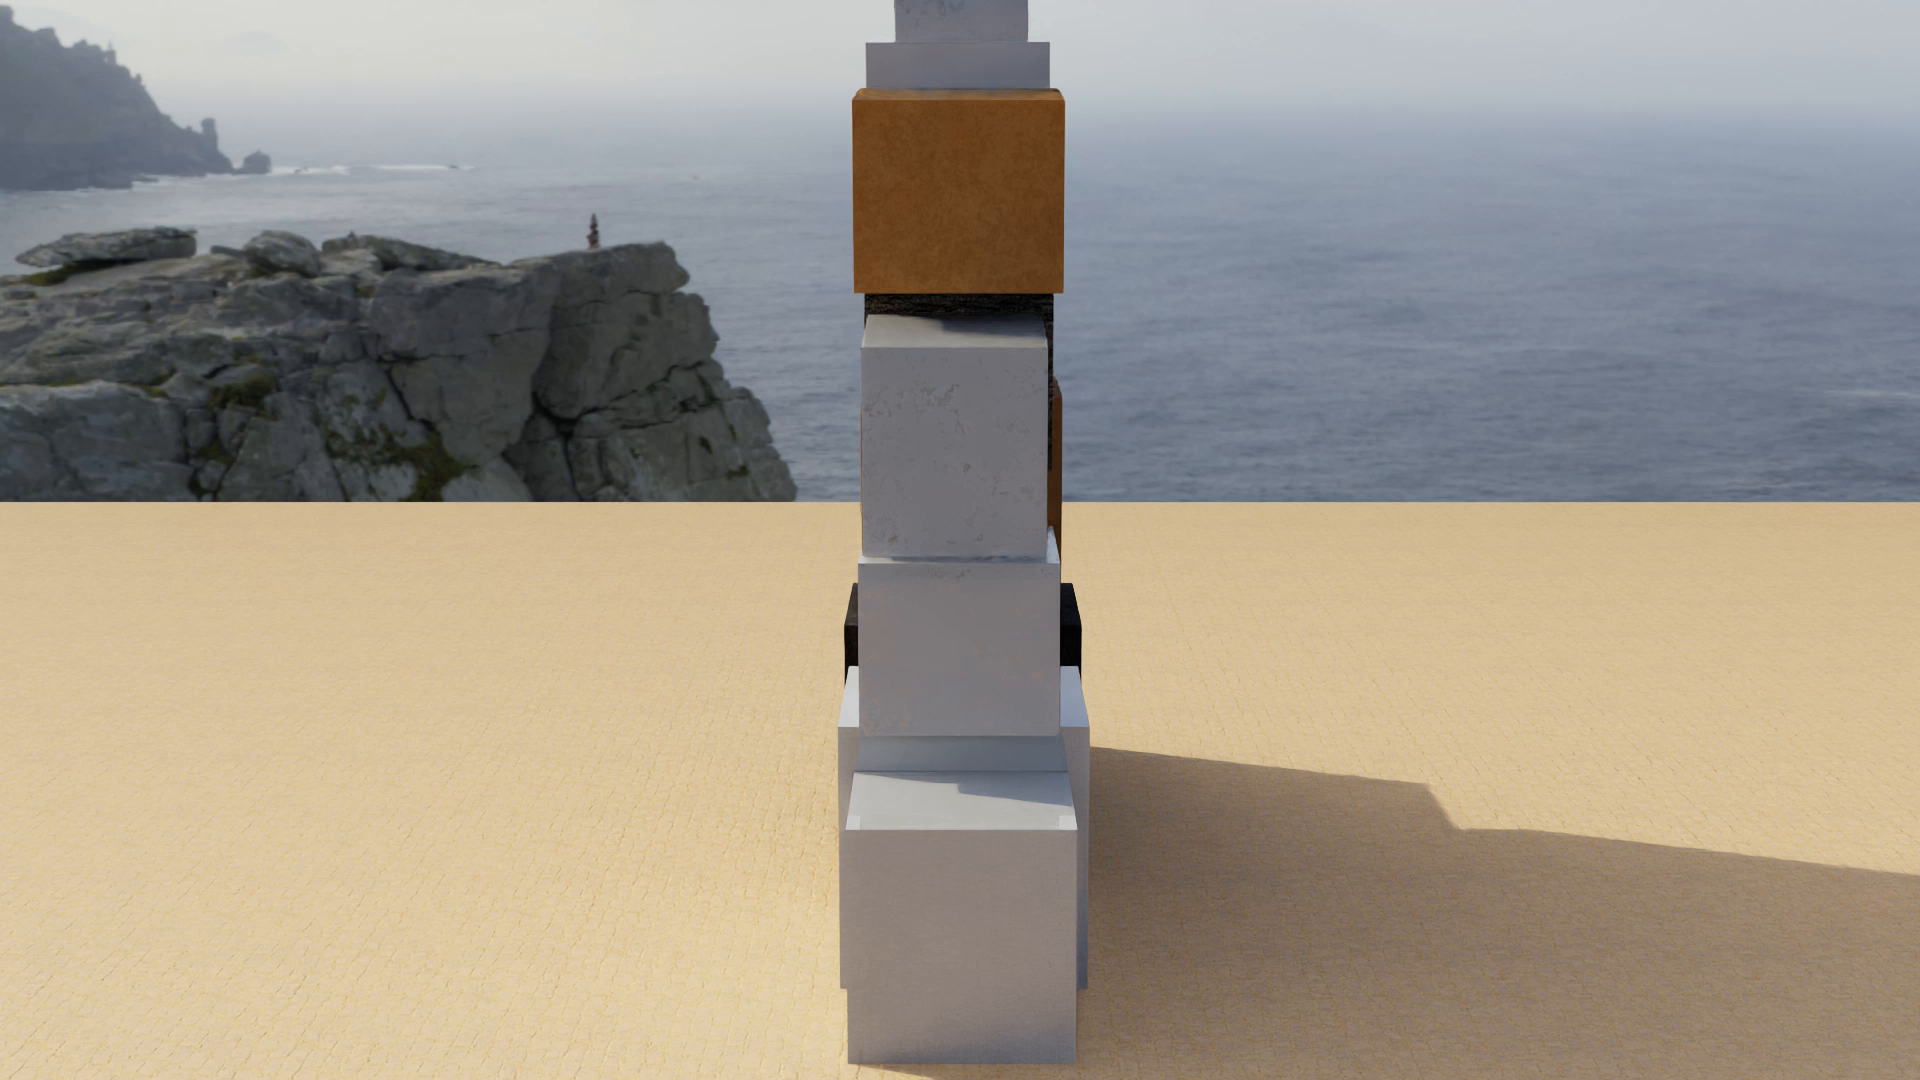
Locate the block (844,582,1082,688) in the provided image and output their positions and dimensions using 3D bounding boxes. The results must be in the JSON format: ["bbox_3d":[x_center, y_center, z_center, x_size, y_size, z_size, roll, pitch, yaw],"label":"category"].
[{"bbox_3d":[0.014,0.808,12.231,1.080,1.034,0.988,0,10,0],"label":"block"}]

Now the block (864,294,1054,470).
[{"bbox_3d":[-0.004,-0.734,10.613,0.749,0.750,0.766,0,14,0],"label":"block"}]

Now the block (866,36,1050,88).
[{"bbox_3d":[-0.007,-1.705,10.933,0.752,0.846,0.797,0,13,0],"label":"block"}]

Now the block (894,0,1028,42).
[{"bbox_3d":[0.006,-2.373,10.719,0.546,0.551,0.593,0,13,0],"label":"block"}]

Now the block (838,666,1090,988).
[{"bbox_3d":[0.015,1.137,10.381,0.962,1.048,1.019,0,10,0],"label":"block"}]

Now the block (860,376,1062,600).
[{"bbox_3d":[0.008,-0.244,12.335,0.927,0.997,0.904,0,10,0],"label":"block"}]

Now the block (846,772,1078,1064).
[{"bbox_3d":[0.006,1.384,9.512,0.819,0.873,0.760,0,10,0],"label":"block"}]

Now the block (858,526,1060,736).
[{"bbox_3d":[-0.003,0.340,9.982,0.753,0.662,0.785,0,11,0],"label":"block"}]

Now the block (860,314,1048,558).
[{"bbox_3d":[-0.020,-0.414,9.892,0.690,0.803,0.748,0,15,0],"label":"block"}]

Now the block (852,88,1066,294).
[{"bbox_3d":[-0.005,-1.399,10.194,0.810,0.736,0.753,0,13,0],"label":"block"}]
